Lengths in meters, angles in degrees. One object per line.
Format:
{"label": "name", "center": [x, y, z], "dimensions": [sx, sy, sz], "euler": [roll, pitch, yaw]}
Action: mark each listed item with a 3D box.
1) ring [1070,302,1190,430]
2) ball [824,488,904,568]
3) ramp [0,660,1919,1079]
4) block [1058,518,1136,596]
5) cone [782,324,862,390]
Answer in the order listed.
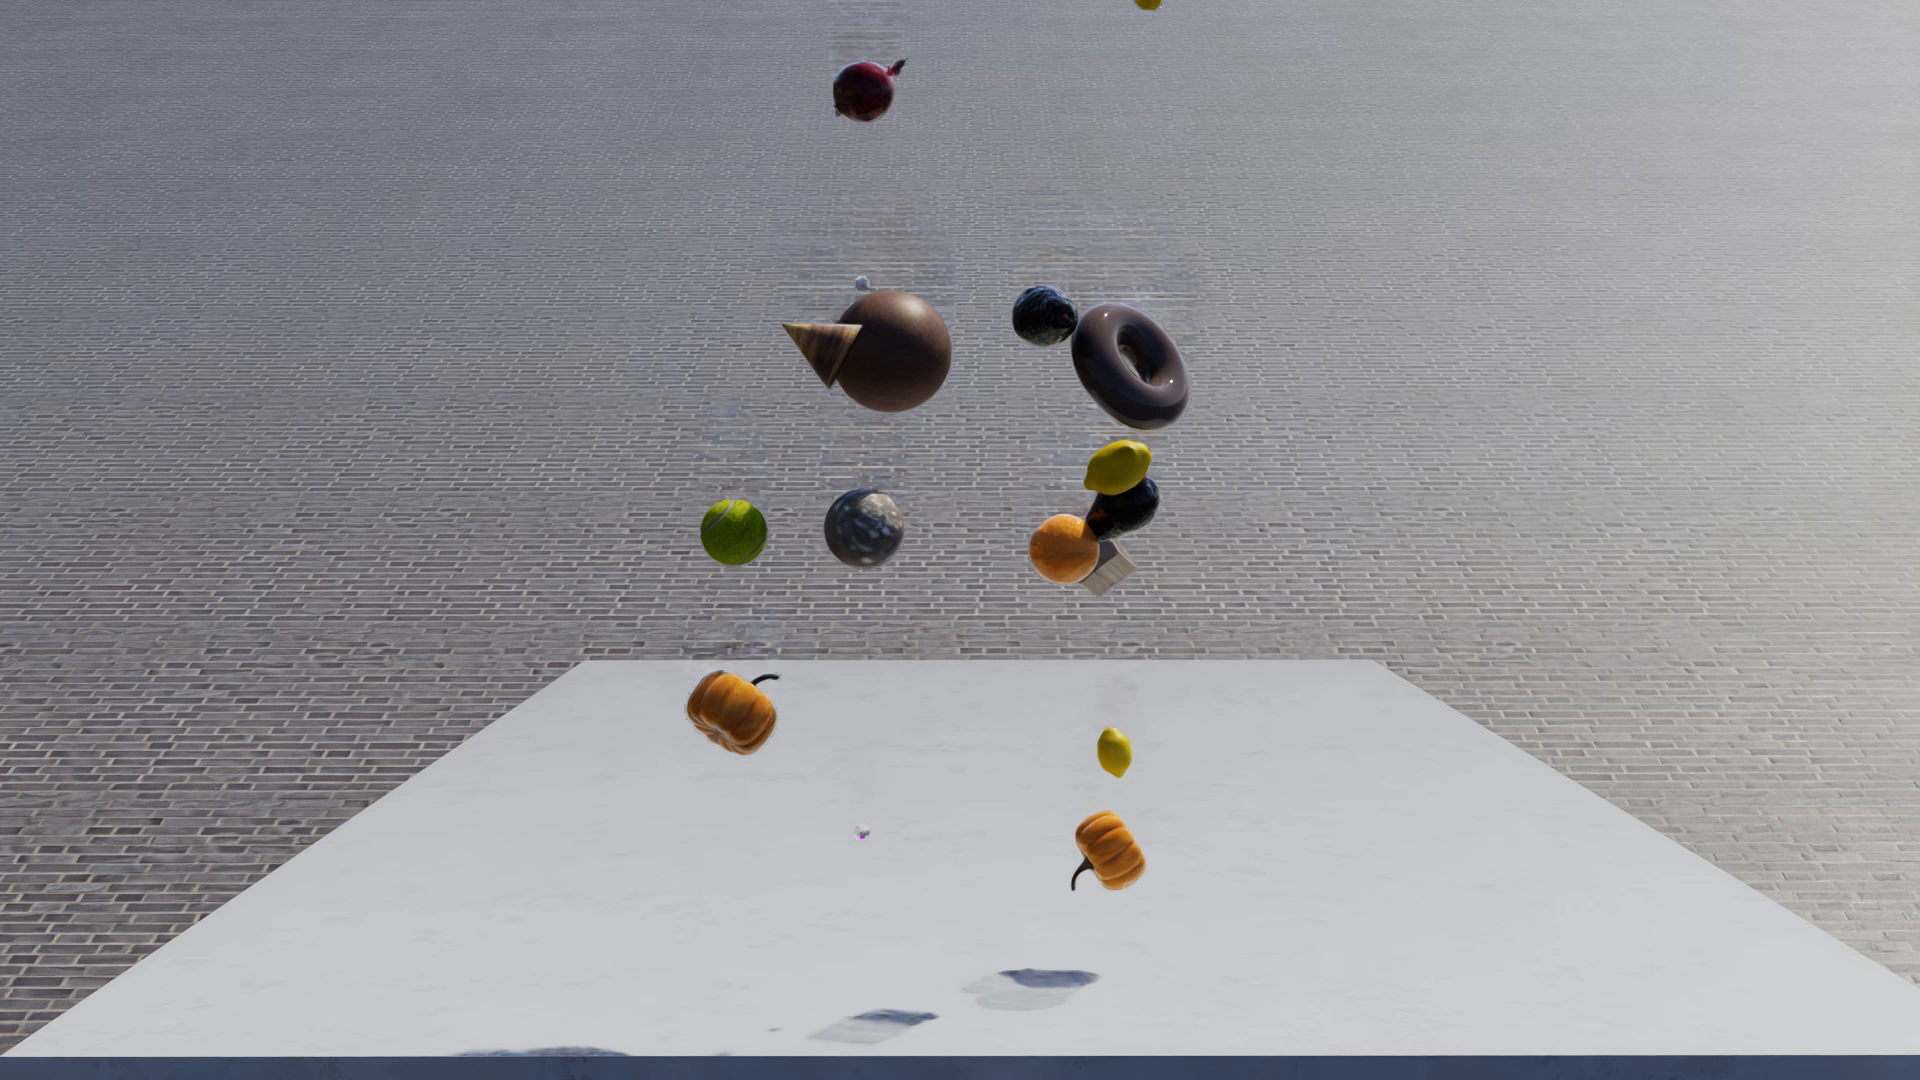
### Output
{"label": "ring", "center": [0.168, -0.171, 2.535], "dimensions": [0.047, 0.141, 0.141], "euler": [-38, -5, 38]}
{"label": "ball", "center": [-0.099, -0.012, 2.657], "dimensions": [0.083, 0.083, 0.083], "euler": [0, 22, 0]}
{"label": "ramp", "center": [0.050, 0.456, 4.533], "dimensions": [2.000, 0.100, 4.000], "euler": [0, 3, 0]}
{"label": "block", "center": [0.152, 0.019, 2.842], "dimensions": [0.053, 0.053, 0.053], "euler": [-37, 59, 10]}
{"label": "cone", "center": [-0.139, -0.189, 2.438], "dimensions": [0.070, 0.070, 0.070], "euler": [28, 23, -3]}
